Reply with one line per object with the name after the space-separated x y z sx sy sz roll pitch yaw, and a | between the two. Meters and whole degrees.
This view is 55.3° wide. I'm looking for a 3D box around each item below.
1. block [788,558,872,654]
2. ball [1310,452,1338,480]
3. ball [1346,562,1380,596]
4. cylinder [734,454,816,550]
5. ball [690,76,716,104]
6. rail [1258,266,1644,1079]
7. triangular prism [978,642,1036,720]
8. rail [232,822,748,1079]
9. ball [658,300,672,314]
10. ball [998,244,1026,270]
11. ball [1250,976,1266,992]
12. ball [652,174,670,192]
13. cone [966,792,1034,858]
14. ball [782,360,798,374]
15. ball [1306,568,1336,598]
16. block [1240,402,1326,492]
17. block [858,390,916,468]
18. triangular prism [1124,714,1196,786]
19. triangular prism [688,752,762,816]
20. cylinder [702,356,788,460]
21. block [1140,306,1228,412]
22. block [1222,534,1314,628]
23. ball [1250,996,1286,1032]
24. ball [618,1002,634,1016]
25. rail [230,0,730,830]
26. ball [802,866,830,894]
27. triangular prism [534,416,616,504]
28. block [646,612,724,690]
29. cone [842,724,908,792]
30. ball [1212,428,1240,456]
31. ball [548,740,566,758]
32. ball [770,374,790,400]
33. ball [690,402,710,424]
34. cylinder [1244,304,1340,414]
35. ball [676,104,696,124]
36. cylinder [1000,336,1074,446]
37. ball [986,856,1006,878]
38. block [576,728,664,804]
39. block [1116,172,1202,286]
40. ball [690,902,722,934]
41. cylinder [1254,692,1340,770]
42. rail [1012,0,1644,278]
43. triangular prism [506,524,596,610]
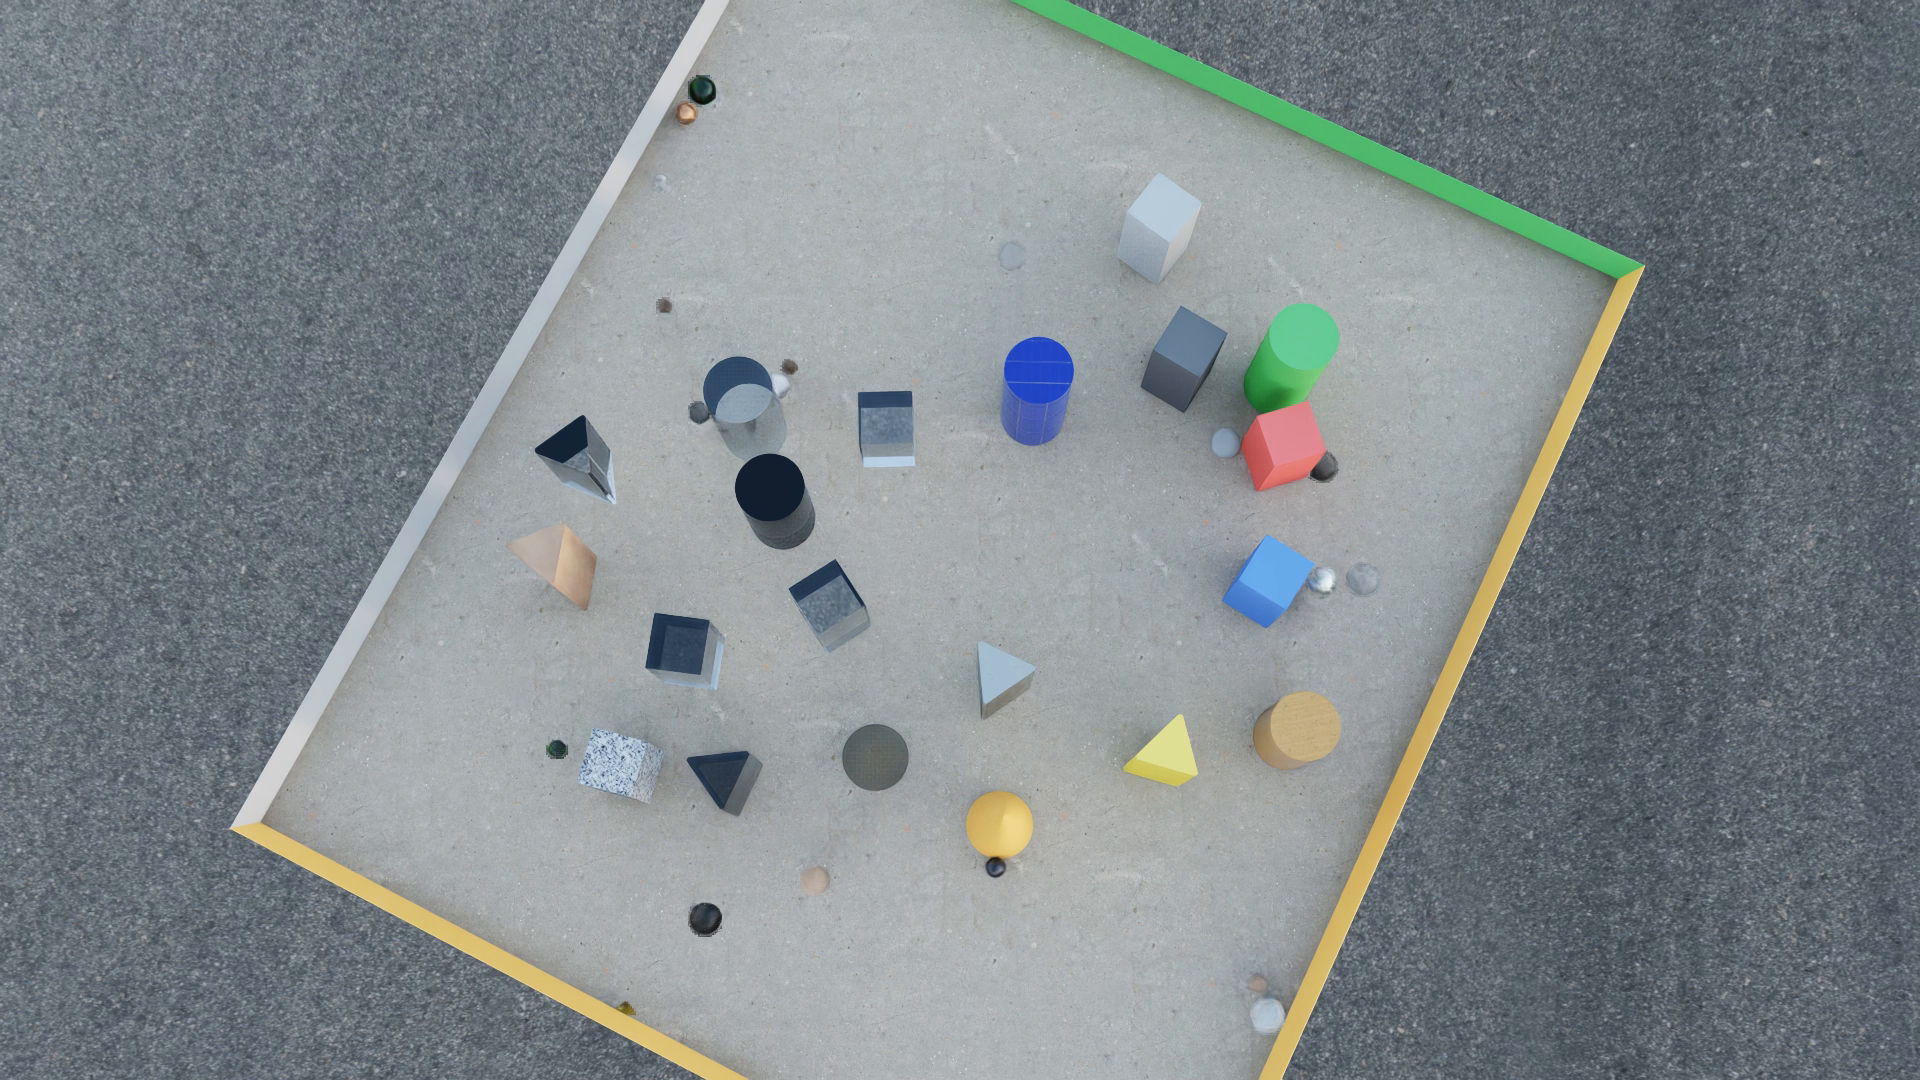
-0.378 0.200 5.382 0.160 0.378 0.160 -32 80 -6 | block
1.109 -0.228 5.616 0.093 0.093 0.093 0 78 0 | ball
1.219 0.117 5.541 0.100 0.100 0.100 0 78 0 | ball
-0.543 -0.109 5.431 0.200 0.408 0.200 0 78 0 | cylinder
-0.824 -1.439 5.870 0.088 0.088 0.088 0 78 0 | ball
1.329 0.657 5.413 0.045 0.130 3.432 26 80 5 | rail
0.097 0.388 5.316 0.173 0.431 0.150 -34 80 -7 | triangular prism
-0.757 1.489 5.241 3.018 0.130 0.045 26 80 5 | rail
-0.924 -0.732 5.746 0.044 0.044 0.044 0 78 0 | ball
0.162 -0.890 5.758 0.085 0.085 0.085 0 78 0 | ball
0.865 1.289 5.325 0.048 0.048 0.048 0 78 0 | ball
-0.950 -1.134 5.823 0.056 0.056 0.056 0 78 0 | ball
0.118 0.800 5.219 0.200 0.454 0.200 0 78 0 | cone
-0.529 -0.537 5.705 0.045 0.045 0.045 0 78 0 | ball
1.093 0.130 5.544 0.091 0.091 0.091 0 78 0 | ball
0.968 -0.278 5.510 0.160 0.322 0.160 -17 79 -3 | block
-0.220 -0.333 5.543 0.160 0.279 0.160 -1 78 0 | block
0.592 0.596 5.277 0.173 0.424 0.150 16 79 3 | triangular prism
-0.651 0.673 5.288 0.150 0.370 0.173 -35 80 -7 | triangular prism
-0.636 -0.385 5.467 0.200 0.450 0.200 0 78 0 | cylinder
0.672 -0.541 5.532 0.160 0.385 0.160 32 80 6 | block
0.906 0.126 5.413 0.160 0.348 0.160 32 80 6 | block
0.888 1.369 5.282 0.100 0.100 0.100 0 78 0 | ball
-0.971 1.366 5.310 0.048 0.048 0.048 0 78 0 | ball
-1.329 -0.644 5.683 0.045 0.130 3.432 26 80 5 | rail
-0.422 0.996 5.369 0.081 0.081 0.081 0 78 0 | ball
-1.112 -0.251 5.462 0.173 0.405 0.150 22 79 4 | triangular prism
-0.802 0.330 5.371 0.160 0.347 0.160 7 78 2 | block
-0.253 0.620 5.334 0.200 0.303 0.200 0 78 0 | cone
0.818 -0.301 5.633 0.090 0.090 0.090 0 78 0 | ball
-1.201 0.622 5.462 0.051 0.051 0.051 0 78 0 | ball
-0.565 -0.476 5.675 0.078 0.078 0.078 0 78 0 | ball
-0.804 -0.392 5.664 0.066 0.066 0.066 0 78 0 | ball
0.984 -0.532 5.477 0.200 0.490 0.200 0 78 0 | cylinder
-0.877 -1.364 5.865 0.067 0.067 0.067 0 78 0 | ball
0.226 -0.437 5.466 0.200 0.472 0.200 0 78 0 | cylinder
0.107 0.962 5.386 0.061 0.061 0.061 0 78 0 | ball
-0.980 0.658 5.318 0.160 0.319 0.160 14 79 3 | block
0.607 -0.949 5.623 0.160 0.373 0.160 37 81 7 | block
-0.741 1.103 5.341 0.093 0.093 0.093 0 78 0 | ball
0.978 0.558 5.339 0.200 0.317 0.200 0 78 0 | cylinder
0.757 -1.475 5.855 3.018 0.130 0.045 26 80 5 | rail
-1.159 0.057 5.366 0.173 0.468 0.150 38 81 7 | triangular prism
